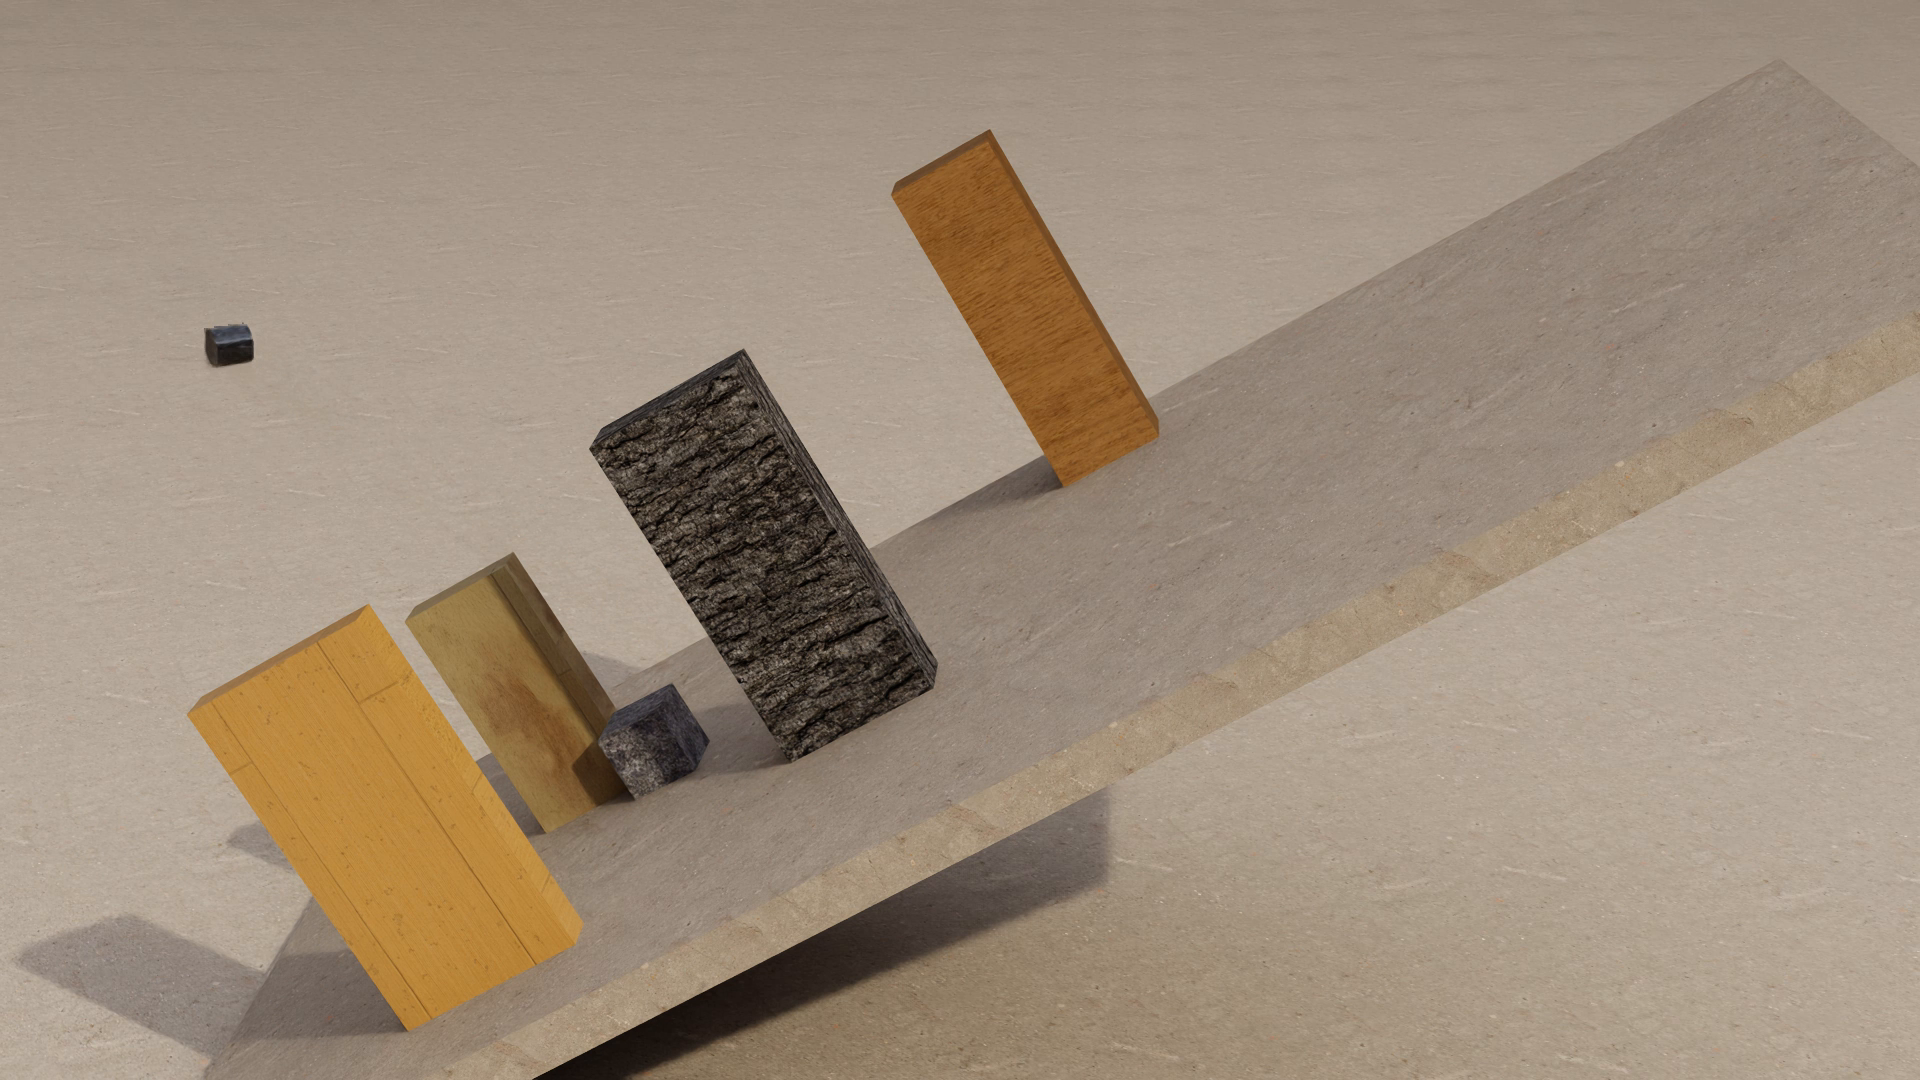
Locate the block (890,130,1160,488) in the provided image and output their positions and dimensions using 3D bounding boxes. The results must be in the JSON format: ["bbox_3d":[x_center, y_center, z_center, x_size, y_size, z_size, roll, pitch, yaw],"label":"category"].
[{"bbox_3d":[0.156,-0.532,6.787,0.252,0.794,0.143,-28,15,12],"label":"block"}]

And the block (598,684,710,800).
[{"bbox_3d":[-0.676,0.445,6.496,0.159,0.159,0.159,-27,15,16],"label":"block"}]

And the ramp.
[{"bbox_3d":[0.142,0.168,6.285,4.000,0.100,2.000,-28,15,12],"label":"ramp"}]

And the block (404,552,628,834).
[{"bbox_3d":[-0.959,0.343,6.561,0.265,0.580,0.099,-28,15,12],"label":"block"}]

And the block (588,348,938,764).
[{"bbox_3d":[-0.395,0.037,6.035,0.346,0.781,0.147,-28,15,12],"label":"block"}]

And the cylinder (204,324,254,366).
[{"bbox_3d":[-3.044,-0.810,12.253,0.155,0.155,0.155,-12,22,-31],"label":"cylinder"}]

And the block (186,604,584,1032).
[{"bbox_3d":[-1.126,0.553,5.796,0.401,0.780,0.095,-28,15,12],"label":"block"}]
